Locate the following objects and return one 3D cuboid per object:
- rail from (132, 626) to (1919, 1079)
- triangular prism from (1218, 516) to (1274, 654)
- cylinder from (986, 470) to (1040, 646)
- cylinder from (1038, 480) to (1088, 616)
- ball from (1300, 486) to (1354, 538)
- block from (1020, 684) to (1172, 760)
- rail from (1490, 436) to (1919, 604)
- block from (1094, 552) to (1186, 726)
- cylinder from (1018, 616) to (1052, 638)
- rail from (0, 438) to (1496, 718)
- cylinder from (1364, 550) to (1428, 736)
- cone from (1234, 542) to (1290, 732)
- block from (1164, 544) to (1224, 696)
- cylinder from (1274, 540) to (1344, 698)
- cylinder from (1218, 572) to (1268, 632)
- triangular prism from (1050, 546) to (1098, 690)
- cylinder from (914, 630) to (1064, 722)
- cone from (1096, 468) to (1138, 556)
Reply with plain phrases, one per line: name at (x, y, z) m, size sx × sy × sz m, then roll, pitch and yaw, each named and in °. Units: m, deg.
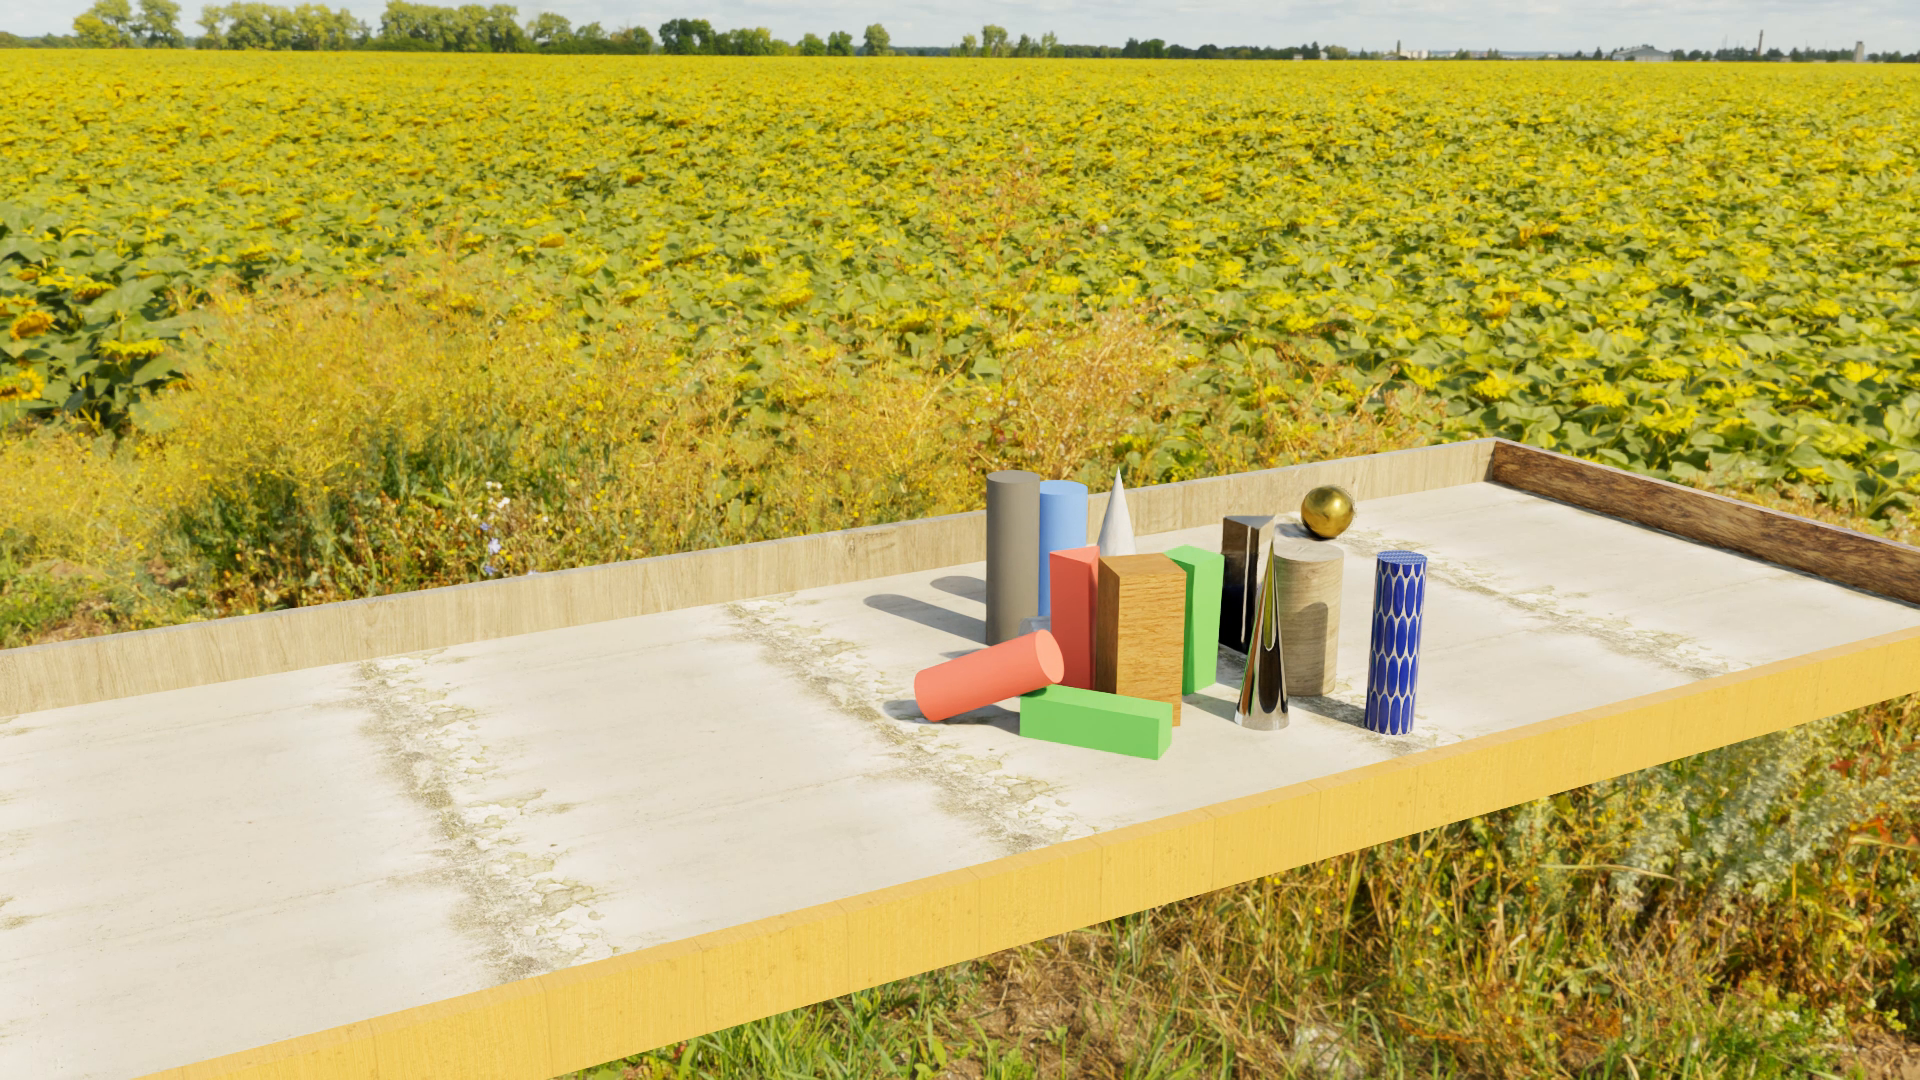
rail at (-2.336, 1.006, 1.665) m, size 12.000 × 0.150 × 0.050 m, roll -9°, pitch 18°, yaw -27°
triangular prism at (0.776, 0.113, 4.354) m, size 0.117 × 0.347 × 0.135 m, roll -10°, pitch 19°, yaw -31°
cylinder at (0.139, 0.053, 4.364) m, size 0.140 × 0.456 × 0.140 m, roll 0°, pitch 16°, yaw 0°
cylinder at (0.272, 0.031, 4.599) m, size 0.160 × 0.367 × 0.160 m, roll 0°, pitch 16°, yaw 0°
ball at (1.193, -0.091, 5.362) m, size 0.171 × 0.171 × 0.171 m, roll 0°, pitch 16°, yaw 0°
block at (0.310, 0.412, 3.774) m, size 0.332 × 0.100 × 0.100 m, roll 7°, pitch 18°, yaw 23°
rail at (2.466, -0.048, 5.253) m, size 0.050 × 0.150 × 2.100 m, roll -9°, pitch 18°, yaw -27°
block at (0.421, 0.238, 3.872) m, size 0.160 × 0.379 × 0.160 m, roll -4°, pitch 17°, yaw -13°
cylinder at (0.337, 0.261, 4.182) m, size 0.349 × 0.161 × 0.161 m, roll -5°, pitch 17°, yaw -16°
rail at (-3.305, 0.497, 3.399) m, size 12.000 × 0.150 × 0.050 m, roll -9°, pitch 18°, yaw -27°
cylinder at (1.006, 0.238, 3.813) m, size 0.113 × 0.414 × 0.113 m, roll 0°, pitch 16°, yaw 0°
cone at (0.715, 0.209, 3.838) m, size 0.128 × 0.454 × 0.128 m, roll 0°, pitch 16°, yaw 0°
block at (0.559, 0.197, 4.078) m, size 0.117 × 0.339 × 0.117 m, roll -16°, pitch 24°, yaw -42°
cylinder at (0.848, 0.194, 4.079) m, size 0.178 × 0.348 × 0.178 m, roll 0°, pitch 16°, yaw 0°
cylinder at (0.694, 0.180, 4.495) m, size 0.307 × 0.139 × 0.139 m, roll -11°, pitch 20°, yaw -34°
triangular prism at (0.305, 0.199, 4.030) m, size 0.126 × 0.360 × 0.109 m, roll 15°, pitch 25°, yaw 42°
cylinder at (0.065, 0.316, 3.825) m, size 0.332 × 0.127 × 0.127 m, roll -21°, pitch 6°, yaw 27°
cone at (0.460, -0.040, 4.842) m, size 0.176 × 0.365 × 0.176 m, roll 0°, pitch 16°, yaw 0°
